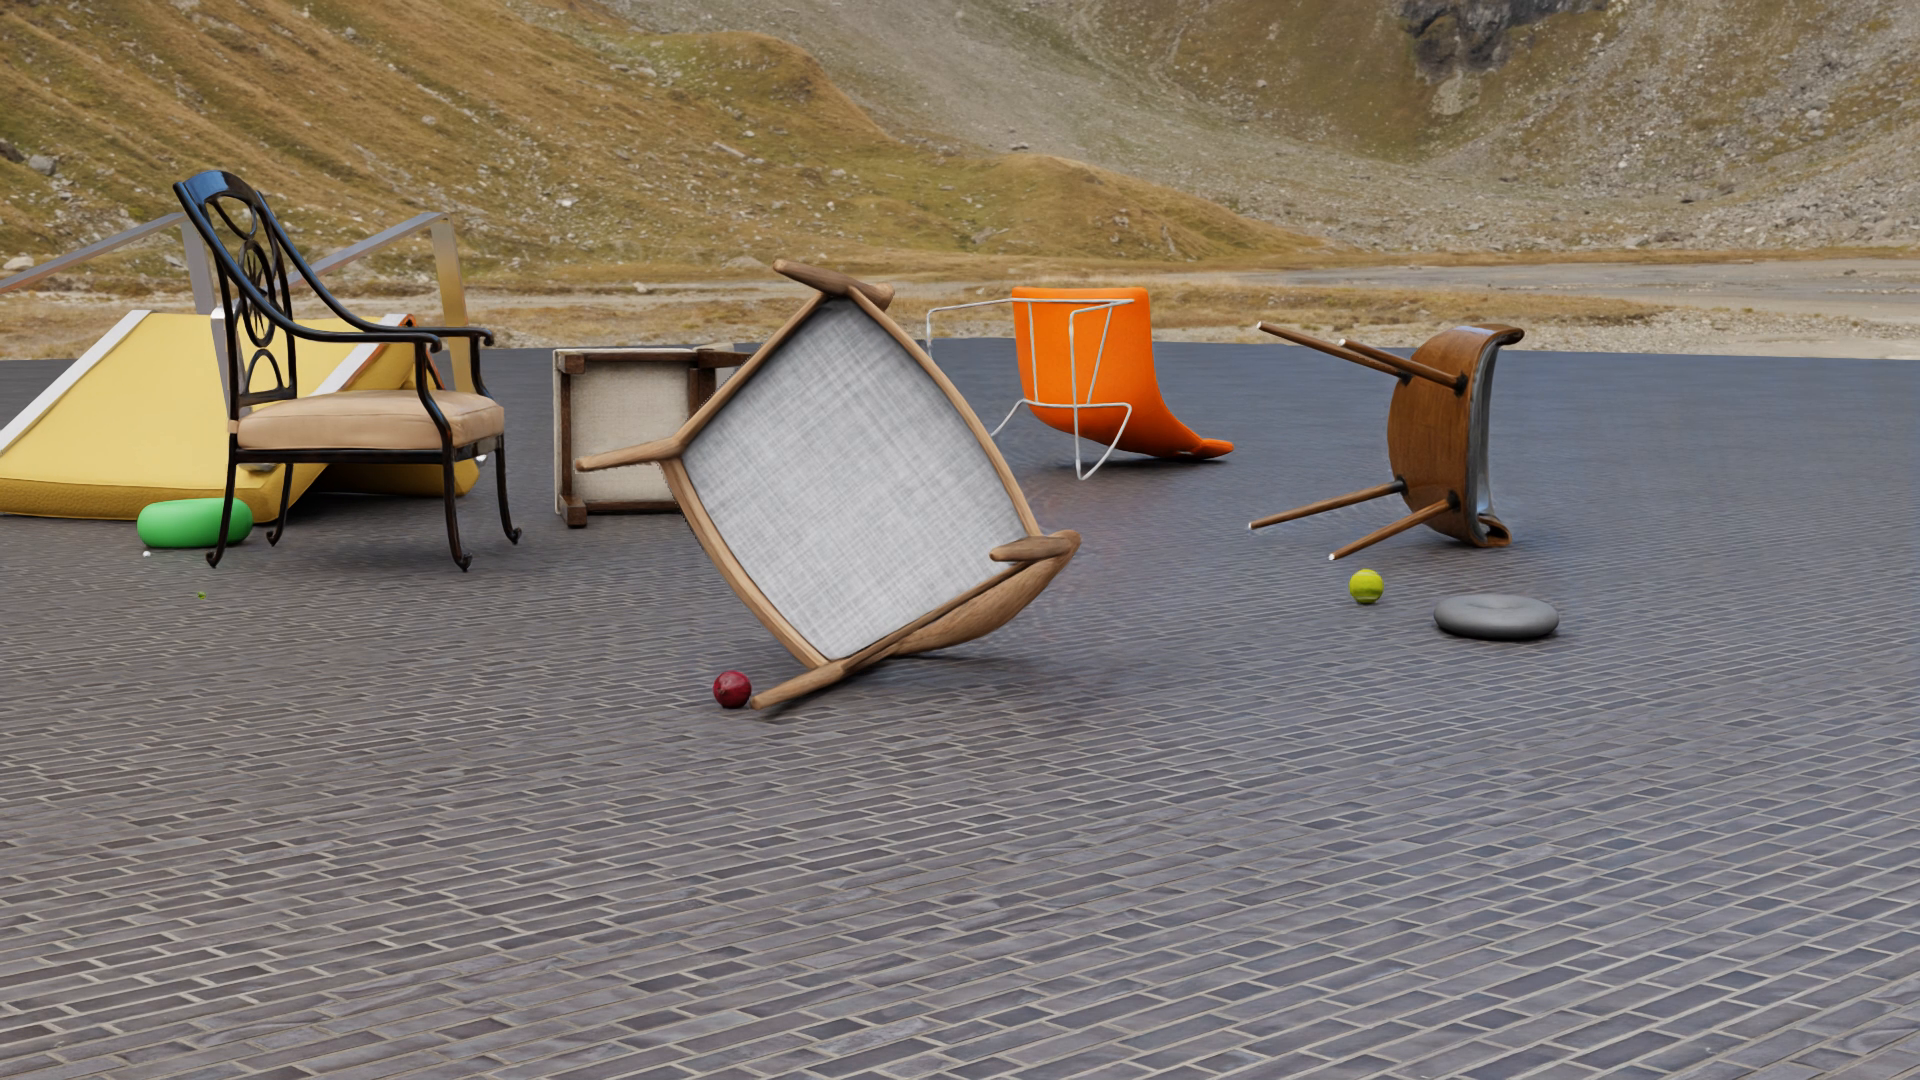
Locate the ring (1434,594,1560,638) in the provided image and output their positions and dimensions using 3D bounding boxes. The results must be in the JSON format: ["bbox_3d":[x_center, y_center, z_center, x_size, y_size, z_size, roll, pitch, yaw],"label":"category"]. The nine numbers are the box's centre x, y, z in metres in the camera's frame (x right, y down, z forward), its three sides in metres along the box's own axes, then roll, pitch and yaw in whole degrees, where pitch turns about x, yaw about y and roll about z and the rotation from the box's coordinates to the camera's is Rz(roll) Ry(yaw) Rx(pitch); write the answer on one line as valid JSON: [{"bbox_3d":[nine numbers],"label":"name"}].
[{"bbox_3d":[0.999,0.142,4.781,0.226,0.054,0.346,0,6,2],"label":"ring"}]

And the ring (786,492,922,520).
[{"bbox_3d":[-0.293,-0.096,7.066,0.378,0.059,0.373,-5,7,-45],"label":"ring"}]

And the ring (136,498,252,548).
[{"bbox_3d":[-1.874,-0.041,6.289,0.282,0.109,0.220,-6,7,-38],"label":"ring"}]

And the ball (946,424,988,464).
[{"bbox_3d":[0.025,-0.339,9.012,0.143,0.143,0.143,0,6,0],"label":"ball"}]
